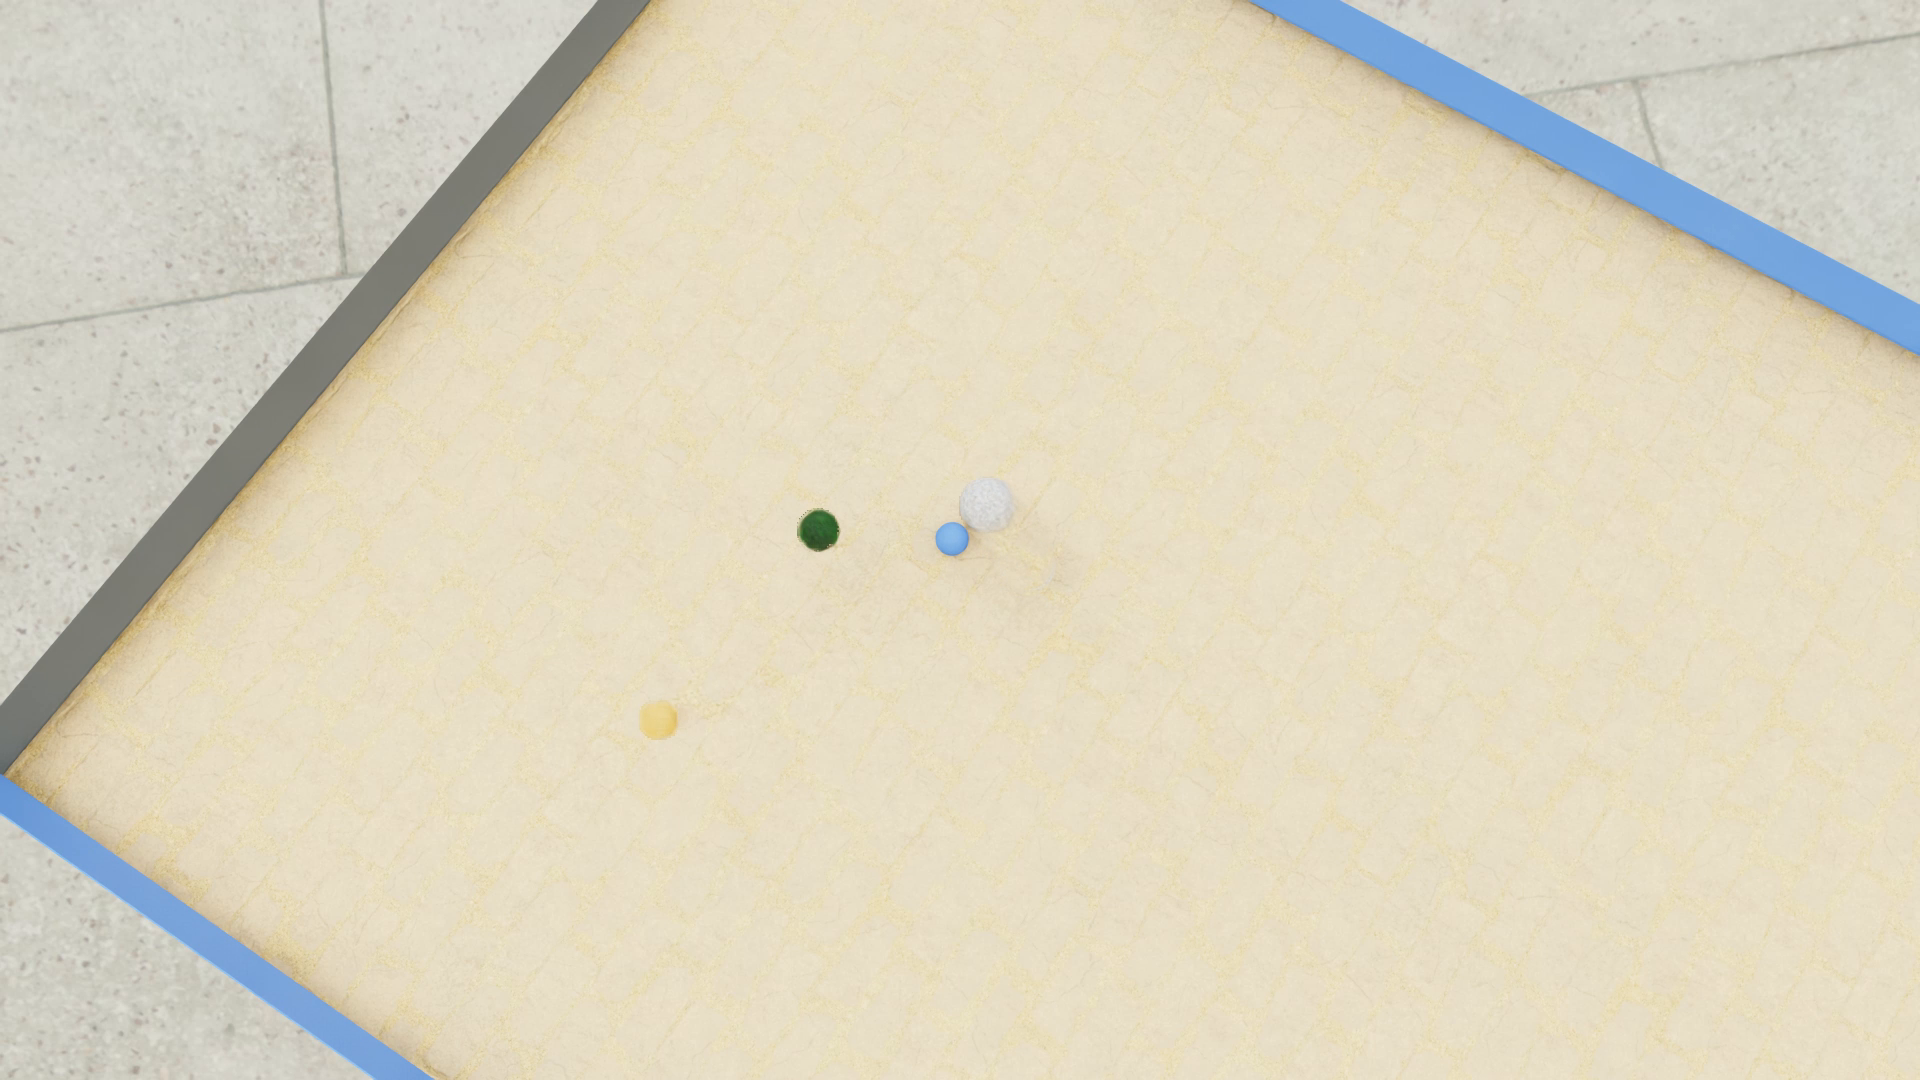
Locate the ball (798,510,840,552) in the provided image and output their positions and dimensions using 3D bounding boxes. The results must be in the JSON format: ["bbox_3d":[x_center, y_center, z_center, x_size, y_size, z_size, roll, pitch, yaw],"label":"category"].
[{"bbox_3d":[-0.222,-0.014,3.486,0.065,0.065,0.065,0,68,0],"label":"ball"}]

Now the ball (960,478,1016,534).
[{"bbox_3d":[0.046,-0.053,3.489,0.088,0.088,0.088,0,68,0],"label":"ball"}]

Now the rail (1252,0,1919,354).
[{"bbox_3d":[1.494,-0.365,3.597,4.173,0.115,0.045,31,72,12],"label":"rail"}]

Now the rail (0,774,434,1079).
[{"bbox_3d":[0.254,1.406,2.897,4.173,0.115,0.045,31,72,12],"label":"rail"}]

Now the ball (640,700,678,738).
[{"bbox_3d":[-0.462,0.276,3.375,0.057,0.057,0.057,0,68,0],"label":"ball"}]

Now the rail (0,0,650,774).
[{"bbox_3d":[-0.854,-0.526,3.660,0.045,0.115,2.320,31,72,12],"label":"rail"}]

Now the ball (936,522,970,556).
[{"bbox_3d":[-0.012,-0.002,3.487,0.054,0.054,0.054,0,68,0],"label":"ball"}]
